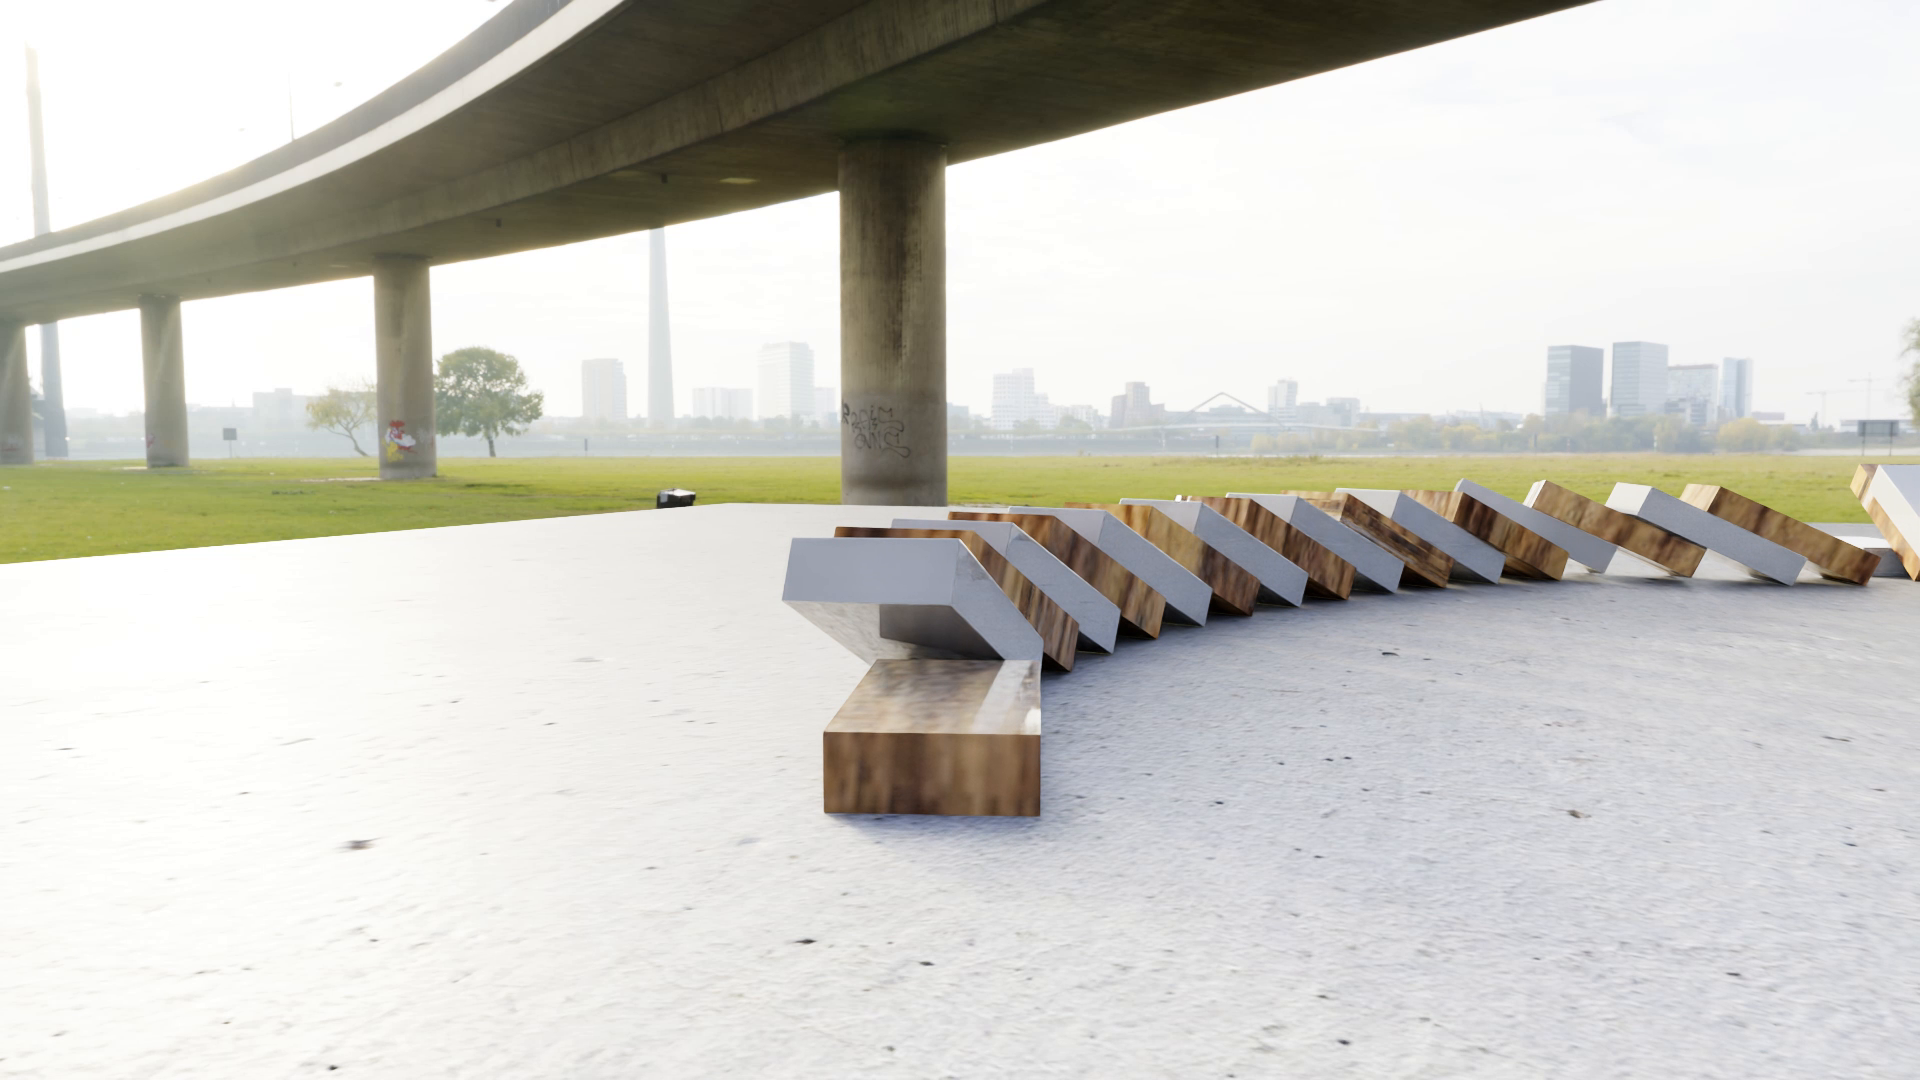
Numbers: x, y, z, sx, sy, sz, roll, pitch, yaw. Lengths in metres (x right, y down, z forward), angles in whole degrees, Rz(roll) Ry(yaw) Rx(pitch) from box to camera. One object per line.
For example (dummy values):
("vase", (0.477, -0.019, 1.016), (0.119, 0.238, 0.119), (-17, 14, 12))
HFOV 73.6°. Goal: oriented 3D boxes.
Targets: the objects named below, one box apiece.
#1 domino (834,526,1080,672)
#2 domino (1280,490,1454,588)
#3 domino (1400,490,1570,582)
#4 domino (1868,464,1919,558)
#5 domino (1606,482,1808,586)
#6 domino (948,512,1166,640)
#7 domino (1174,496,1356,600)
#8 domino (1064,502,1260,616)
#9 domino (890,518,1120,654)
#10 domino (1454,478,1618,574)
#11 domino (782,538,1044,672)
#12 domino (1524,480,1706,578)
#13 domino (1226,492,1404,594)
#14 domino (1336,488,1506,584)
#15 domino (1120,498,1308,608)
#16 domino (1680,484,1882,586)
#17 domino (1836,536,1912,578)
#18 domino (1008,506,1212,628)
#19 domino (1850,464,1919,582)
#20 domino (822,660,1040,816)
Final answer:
("domino", (0.000, 0.011, 0.224), (0.025, 0.009, 0.050), (2, -19, 26))
("domino", (0.118, 0.000, 0.375), (0.050, 0.009, 0.025), (25, -10, -30))
("domino", (0.161, -0.002, 0.398), (0.050, 0.009, 0.025), (24, -6, -25))
("domino", (0.305, -0.005, 0.394), (0.025, 0.010, 0.050), (1, 38, 9))
("domino", (0.228, -0.002, 0.395), (0.050, 0.009, 0.025), (25, 7, 3))
("domino", (0.020, 0.008, 0.269), (0.025, 0.010, 0.050), (3, -19, 37))
("domino", (0.081, 0.002, 0.344), (0.050, 0.009, 0.025), (27, -13, -37))
("domino", (0.048, 0.005, 0.309), (0.025, 0.009, 0.050), (4, -18, 44))
("domino", (0.009, 0.010, 0.247), (0.025, 0.009, 0.050), (3, -19, 31))
("domino", (0.185, -0.005, 0.417), (0.050, 0.009, 0.025), (27, 7, 16))
("domino", (-0.005, 0.013, 0.199), (0.025, 0.010, 0.050), (0, -20, 18))
("domino", (0.207, -0.004, 0.408), (0.050, 0.009, 0.025), (27, 7, 15))
("domino", (0.099, 0.001, 0.361), (0.050, 0.009, 0.025), (26, -11, -33))
("domino", (0.138, -0.001, 0.388), (0.050, 0.009, 0.025), (25, -8, -27))
("domino", (0.064, 0.004, 0.327), (0.050, 0.009, 0.025), (28, -15, -40))
("domino", (0.253, -0.002, 0.398), (0.050, 0.009, 0.025), (26, 8, 7))
("domino", (0.305, 0.005, 0.434), (0.025, 0.010, 0.050), (1, 4, 9))
("domino", (0.034, 0.006, 0.289), (0.025, 0.009, 0.050), (4, -18, 40))
("domino", (0.310, -0.006, 0.411), (0.025, 0.009, 0.050), (1, 38, 9))
("domino", (-0.002, 0.025, 0.172), (0.025, 0.010, 0.050), (0, 4, 3))
